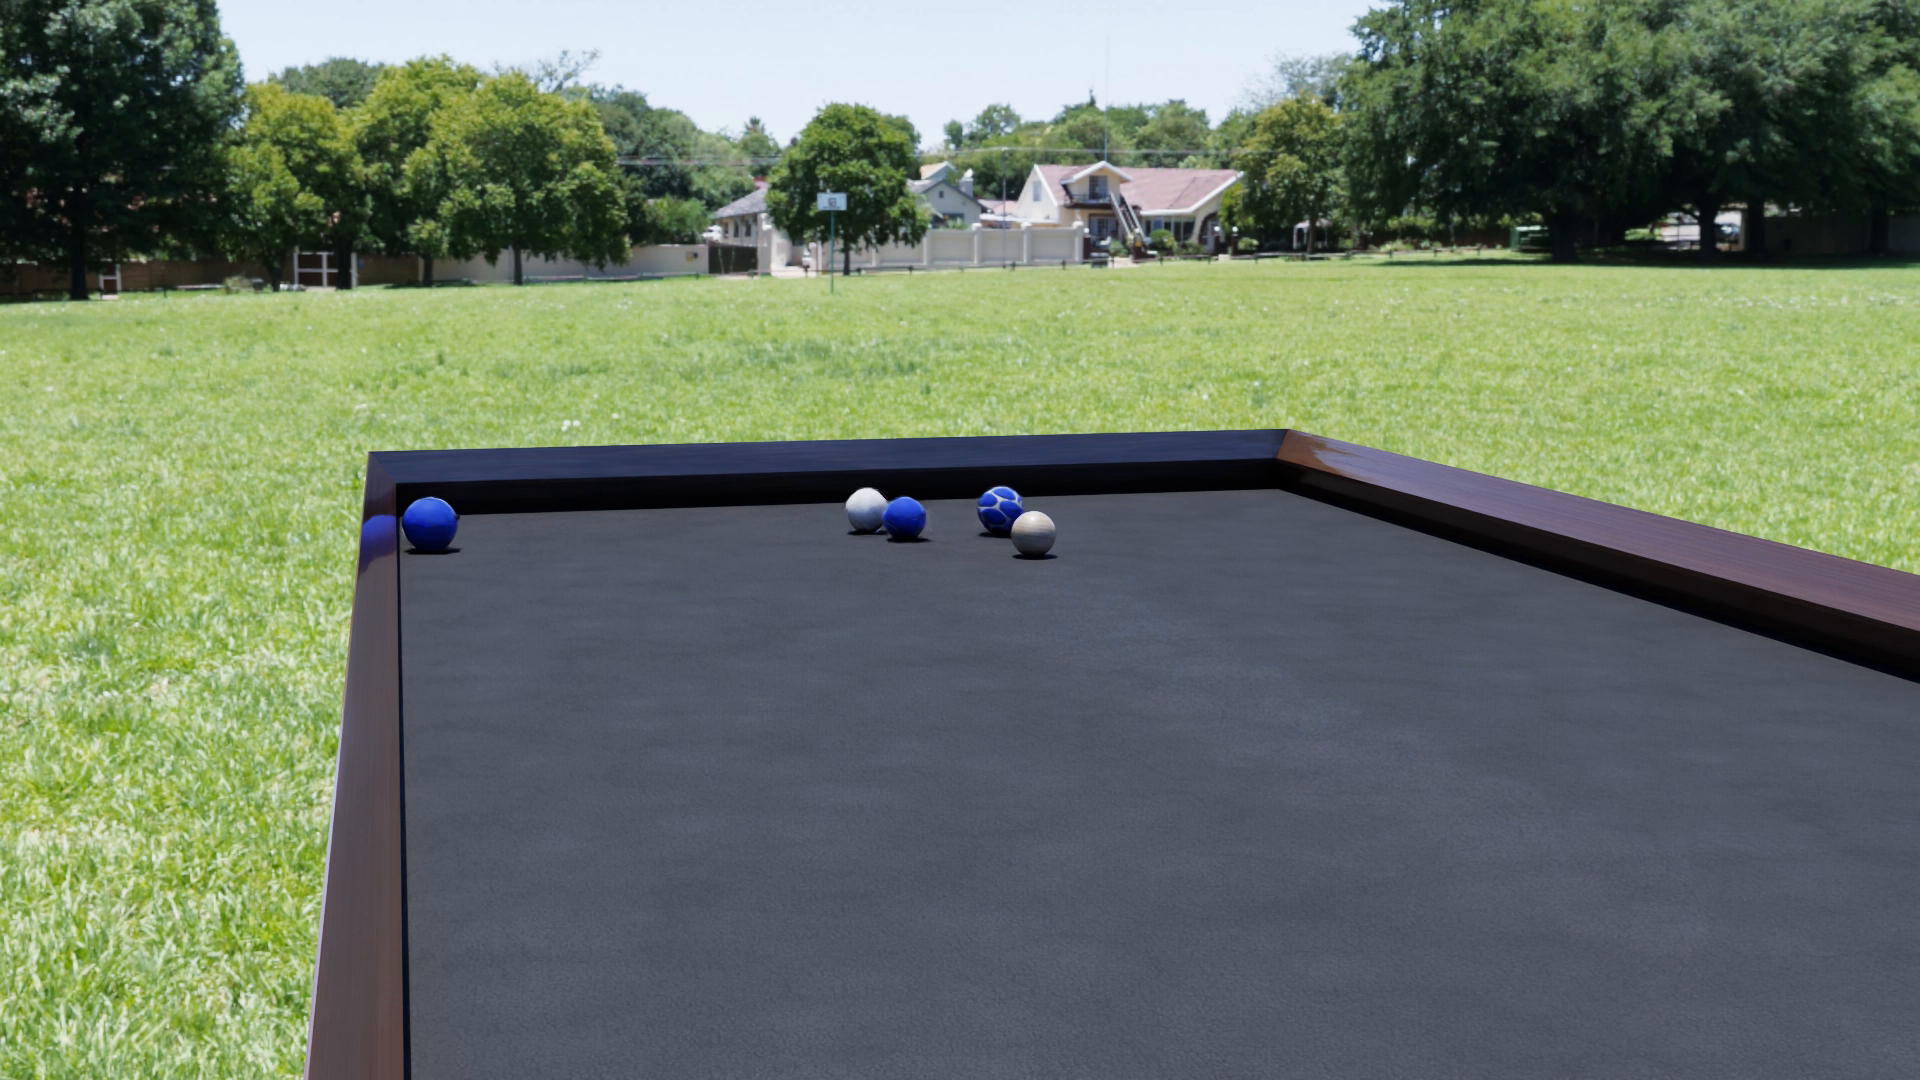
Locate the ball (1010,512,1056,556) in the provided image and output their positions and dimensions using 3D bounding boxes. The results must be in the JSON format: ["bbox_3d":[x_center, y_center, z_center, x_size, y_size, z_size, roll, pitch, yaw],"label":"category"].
[{"bbox_3d":[0.115,-0.009,3.451,0.072,0.072,0.072,0,8,0],"label":"ball"}]

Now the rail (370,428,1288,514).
[{"bbox_3d":[-0.196,-0.130,4.136,1.768,0.112,0.045,-2,9,-14],"label":"rail"}]

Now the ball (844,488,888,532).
[{"bbox_3d":[-0.158,-0.050,3.720,0.074,0.074,0.074,0,8,0],"label":"ball"}]

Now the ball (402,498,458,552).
[{"bbox_3d":[-0.845,-0.025,3.508,0.087,0.087,0.087,0,8,0],"label":"ball"}]

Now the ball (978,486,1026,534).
[{"bbox_3d":[0.069,-0.049,3.696,0.080,0.080,0.080,0,8,0],"label":"ball"}]

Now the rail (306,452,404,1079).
[{"bbox_3d":[-0.631,0.125,2.380,0.045,0.112,3.270,-2,9,-14],"label":"rail"}]

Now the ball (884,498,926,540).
[{"bbox_3d":[-0.091,-0.036,3.634,0.071,0.071,0.071,0,8,0],"label":"ball"}]

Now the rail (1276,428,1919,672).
[{"bbox_3d":[1.036,0.064,2.802,0.045,0.112,3.270,-2,9,-14],"label":"rail"}]
